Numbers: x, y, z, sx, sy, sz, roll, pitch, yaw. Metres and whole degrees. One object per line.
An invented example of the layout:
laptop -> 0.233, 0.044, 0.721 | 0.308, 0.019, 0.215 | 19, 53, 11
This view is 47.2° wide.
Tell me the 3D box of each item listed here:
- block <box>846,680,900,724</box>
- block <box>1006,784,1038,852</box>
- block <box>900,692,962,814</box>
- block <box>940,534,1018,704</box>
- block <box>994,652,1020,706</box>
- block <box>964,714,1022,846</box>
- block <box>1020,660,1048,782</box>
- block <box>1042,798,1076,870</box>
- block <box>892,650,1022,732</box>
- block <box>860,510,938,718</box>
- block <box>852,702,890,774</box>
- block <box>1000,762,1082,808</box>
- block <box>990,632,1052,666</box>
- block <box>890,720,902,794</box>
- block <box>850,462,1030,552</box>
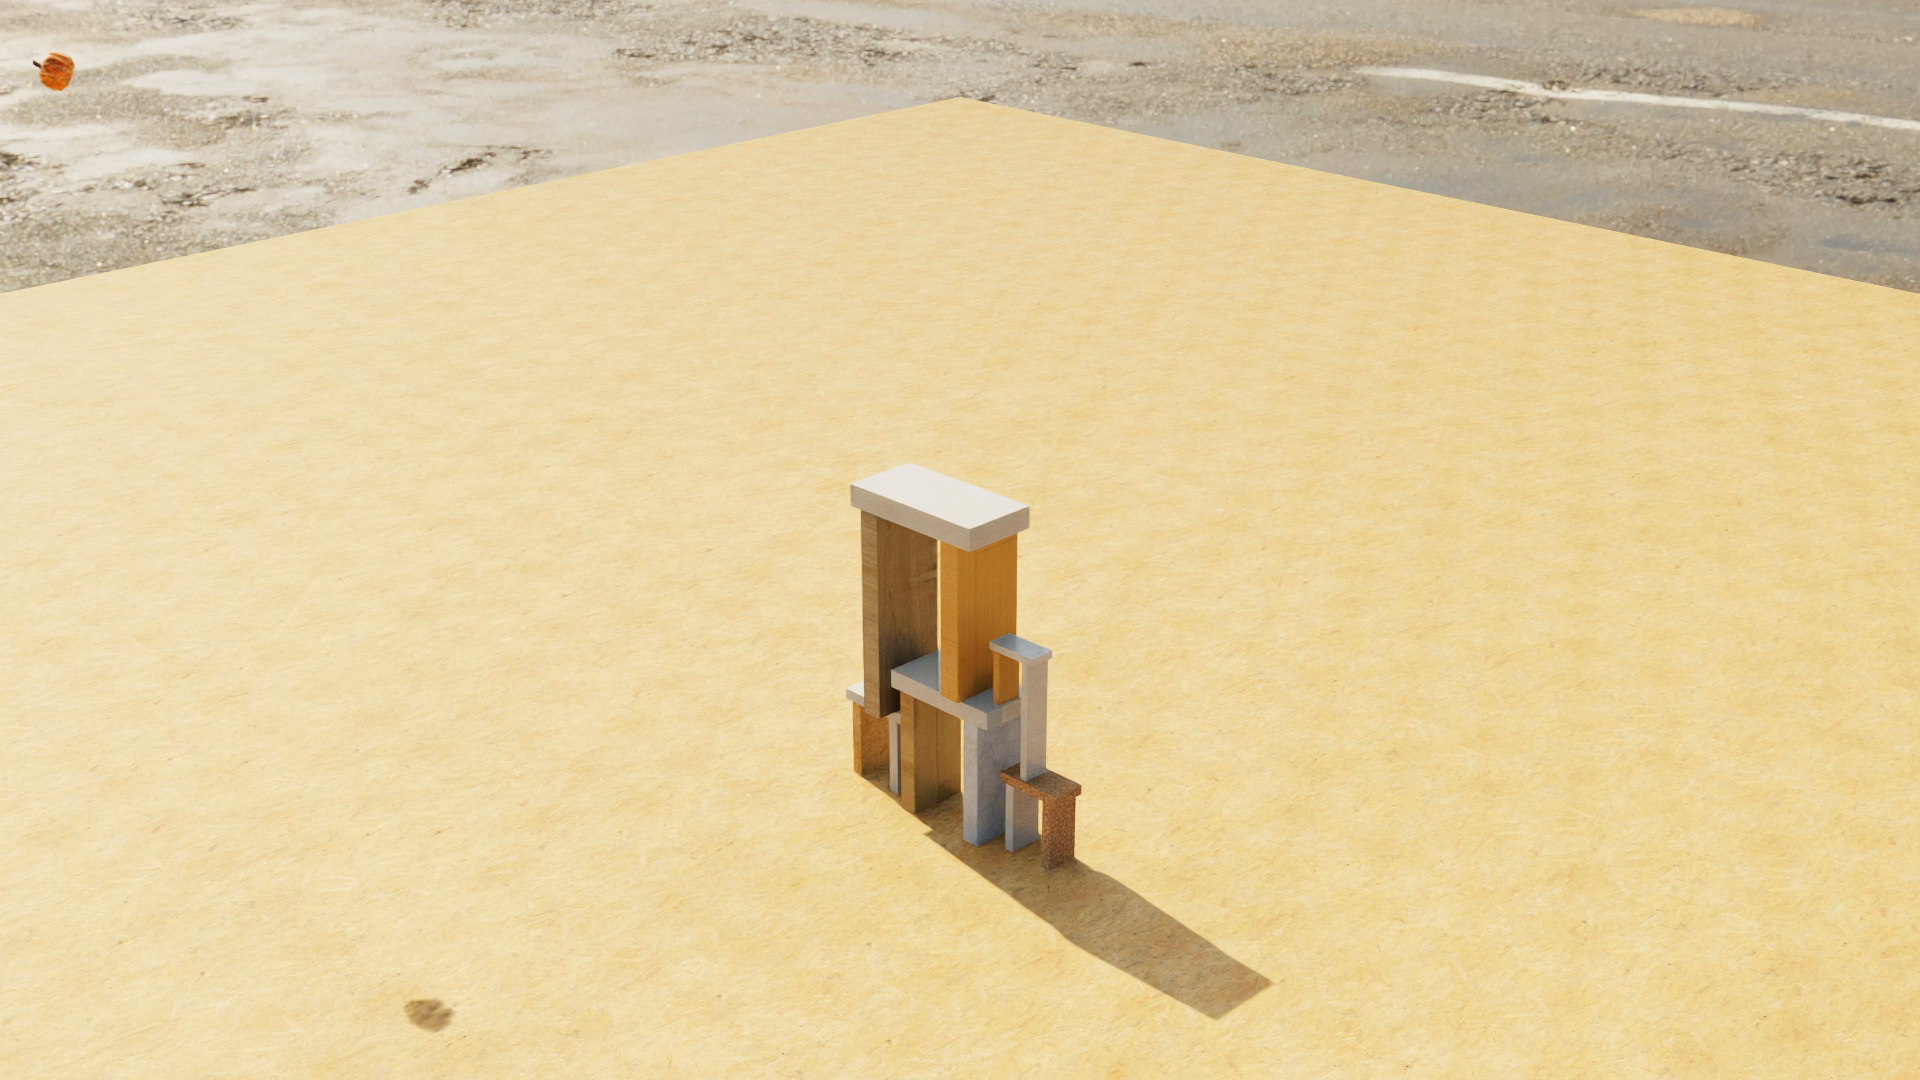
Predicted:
block -> -0.148, 0.329, 4.529 | 0.083, 0.024, 0.166 | -21, 31, -40
block -> 0.122, 0.533, 4.318 | 0.021, 0.146, 0.073 | 21, 31, 41
block -> -0.058, 0.409, 4.455 | 0.038, 0.266, 0.133 | 21, 31, 41
block -> 0.037, 0.136, 4.244 | 0.046, 0.327, 0.163 | 21, 31, 41
block -> 0.089, 0.257, 4.233 | 0.016, 0.112, 0.056 | 21, 31, 41
block -> 0.067, 0.458, 4.340 | 0.038, 0.266, 0.133 | 21, 31, 41
block -> 0.142, 0.341, 4.212 | 0.016, 0.249, 0.056 | 21, 31, 41
block -> 0.191, 0.560, 4.255 | 0.021, 0.146, 0.073 | 21, 31, 41
block -> 0.004, 0.294, 4.338 | 0.266, 0.038, 0.133 | 21, 31, 41
block -> -0.120, 0.128, 4.407 | 0.163, 0.441, 0.046 | -21, 31, -40
block -> -0.185, 0.401, 4.603 | 0.024, 0.167, 0.083 | 21, 31, 41
block -> 0.156, 0.470, 4.254 | 0.146, 0.021, 0.073 | 21, 31, 41
block -> 0.116, 0.209, 4.184 | 0.112, 0.016, 0.056 | 21, 31, 41
block -> -0.107, 0.431, 4.531 | 0.024, 0.166, 0.083 | 21, 31, 41
block -> -0.041, -0.066, 4.242 | 0.327, 0.046, 0.163 | 21, 31, 40
